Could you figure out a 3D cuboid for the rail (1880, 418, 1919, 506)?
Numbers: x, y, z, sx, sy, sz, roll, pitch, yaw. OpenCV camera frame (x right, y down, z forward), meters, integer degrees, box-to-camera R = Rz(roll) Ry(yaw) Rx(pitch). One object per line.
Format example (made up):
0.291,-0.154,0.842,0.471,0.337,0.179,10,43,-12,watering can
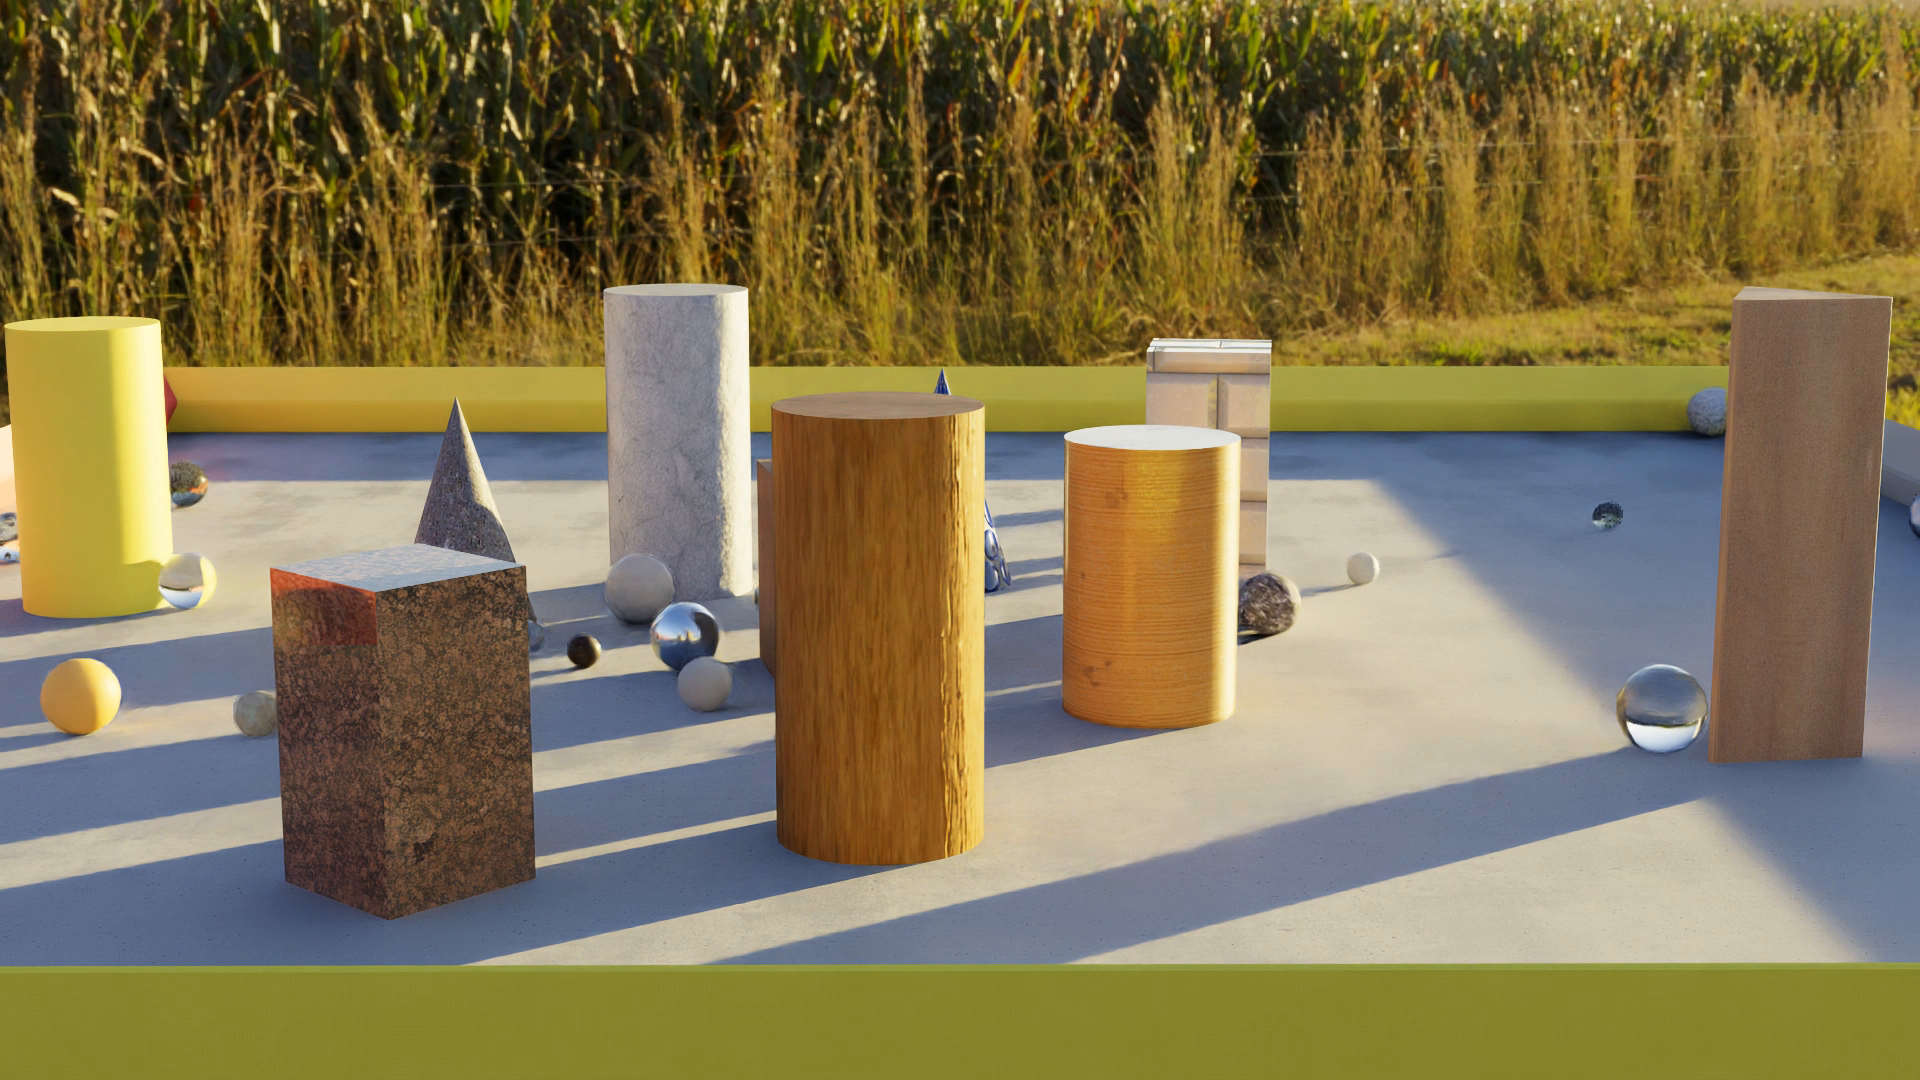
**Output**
1.572,0.032,3.458,0.045,0.129,3.488,0,10,0,rail

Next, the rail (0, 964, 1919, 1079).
0.010,0.346,1.757,3.190,0.129,0.045,0,10,0,rail

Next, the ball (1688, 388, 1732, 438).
1.492,-0.252,5.083,0.099,0.099,0.099,0,10,0,ball

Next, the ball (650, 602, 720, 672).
-0.334,0.117,3.122,0.085,0.085,0.085,0,10,0,ball

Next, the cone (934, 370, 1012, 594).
-0.025,-0.092,3.636,0.199,0.309,0.199,0,10,0,cone

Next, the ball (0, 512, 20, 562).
-1.407,-0.005,3.810,0.075,0.075,0.075,0,10,0,ball

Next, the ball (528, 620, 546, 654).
-0.541,0.122,3.213,0.043,0.043,0.043,0,10,0,ball

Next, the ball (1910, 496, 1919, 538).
1.501,-0.035,3.915,0.096,0.096,0.096,0,10,0,ball

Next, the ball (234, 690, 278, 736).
-0.773,0.191,2.823,0.050,0.050,0.050,0,10,0,ball

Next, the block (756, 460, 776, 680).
-0.154,0.035,3.118,0.159,0.249,0.159,-2,11,-13,block

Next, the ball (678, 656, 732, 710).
-0.291,0.164,2.933,0.062,0.062,0.062,0,10,0,ball

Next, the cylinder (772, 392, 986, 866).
-0.076,0.078,2.426,0.199,0.415,0.199,0,10,0,cylinder

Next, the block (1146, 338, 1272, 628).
0.331,-0.079,3.422,0.159,0.362,0.159,1,11,7,block

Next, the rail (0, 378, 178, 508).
-1.572,0.035,3.440,0.045,0.129,3.488,0,10,0,rail

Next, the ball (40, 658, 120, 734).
-0.970,0.172,2.829,0.084,0.084,0.084,0,10,0,ball

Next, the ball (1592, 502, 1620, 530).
1.026,-0.037,4.072,0.043,0.043,0.043,0,10,0,ball

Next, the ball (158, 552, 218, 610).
-1.047,0.055,3.478,0.078,0.078,0.078,0,10,0,ball

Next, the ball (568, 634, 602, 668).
-0.460,0.136,3.141,0.041,0.041,0.041,0,10,0,ball

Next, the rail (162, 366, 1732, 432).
-0.010,-0.280,5.140,3.190,0.129,0.045,0,10,0,rail

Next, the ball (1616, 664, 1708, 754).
0.751,0.181,2.747,0.096,0.096,0.096,0,10,0,ball

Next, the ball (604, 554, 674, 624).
-0.424,0.065,3.384,0.092,0.092,0.092,0,10,0,ball

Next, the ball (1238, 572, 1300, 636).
0.400,0.083,3.320,0.081,0.081,0.081,0,10,0,ball

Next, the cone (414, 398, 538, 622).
-0.636,-0.027,3.264,0.199,0.316,0.199,0,10,0,cone

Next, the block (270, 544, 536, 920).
-0.498,0.166,2.298,0.159,0.289,0.159,9,14,42,block

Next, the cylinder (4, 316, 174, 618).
-1.181,-0.102,3.488,0.199,0.384,0.199,0,10,0,cylinder

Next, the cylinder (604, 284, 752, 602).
-0.393,-0.139,3.585,0.199,0.421,0.199,0,10,0,cylinder

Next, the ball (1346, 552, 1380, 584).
0.573,0.040,3.648,0.046,0.046,0.046,0,10,0,ball

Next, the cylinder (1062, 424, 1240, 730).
0.217,0.038,2.921,0.199,0.314,0.199,0,10,0,cylinder

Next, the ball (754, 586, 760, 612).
-0.245,0.076,3.414,0.059,0.059,0.059,0,10,0,ball

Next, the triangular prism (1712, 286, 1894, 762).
0.868,-0.021,2.757,0.172,0.490,0.149,-2,11,-9,triangular prism

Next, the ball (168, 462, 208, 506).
-1.295,-0.093,4.287,0.075,0.075,0.075,0,10,0,ball
